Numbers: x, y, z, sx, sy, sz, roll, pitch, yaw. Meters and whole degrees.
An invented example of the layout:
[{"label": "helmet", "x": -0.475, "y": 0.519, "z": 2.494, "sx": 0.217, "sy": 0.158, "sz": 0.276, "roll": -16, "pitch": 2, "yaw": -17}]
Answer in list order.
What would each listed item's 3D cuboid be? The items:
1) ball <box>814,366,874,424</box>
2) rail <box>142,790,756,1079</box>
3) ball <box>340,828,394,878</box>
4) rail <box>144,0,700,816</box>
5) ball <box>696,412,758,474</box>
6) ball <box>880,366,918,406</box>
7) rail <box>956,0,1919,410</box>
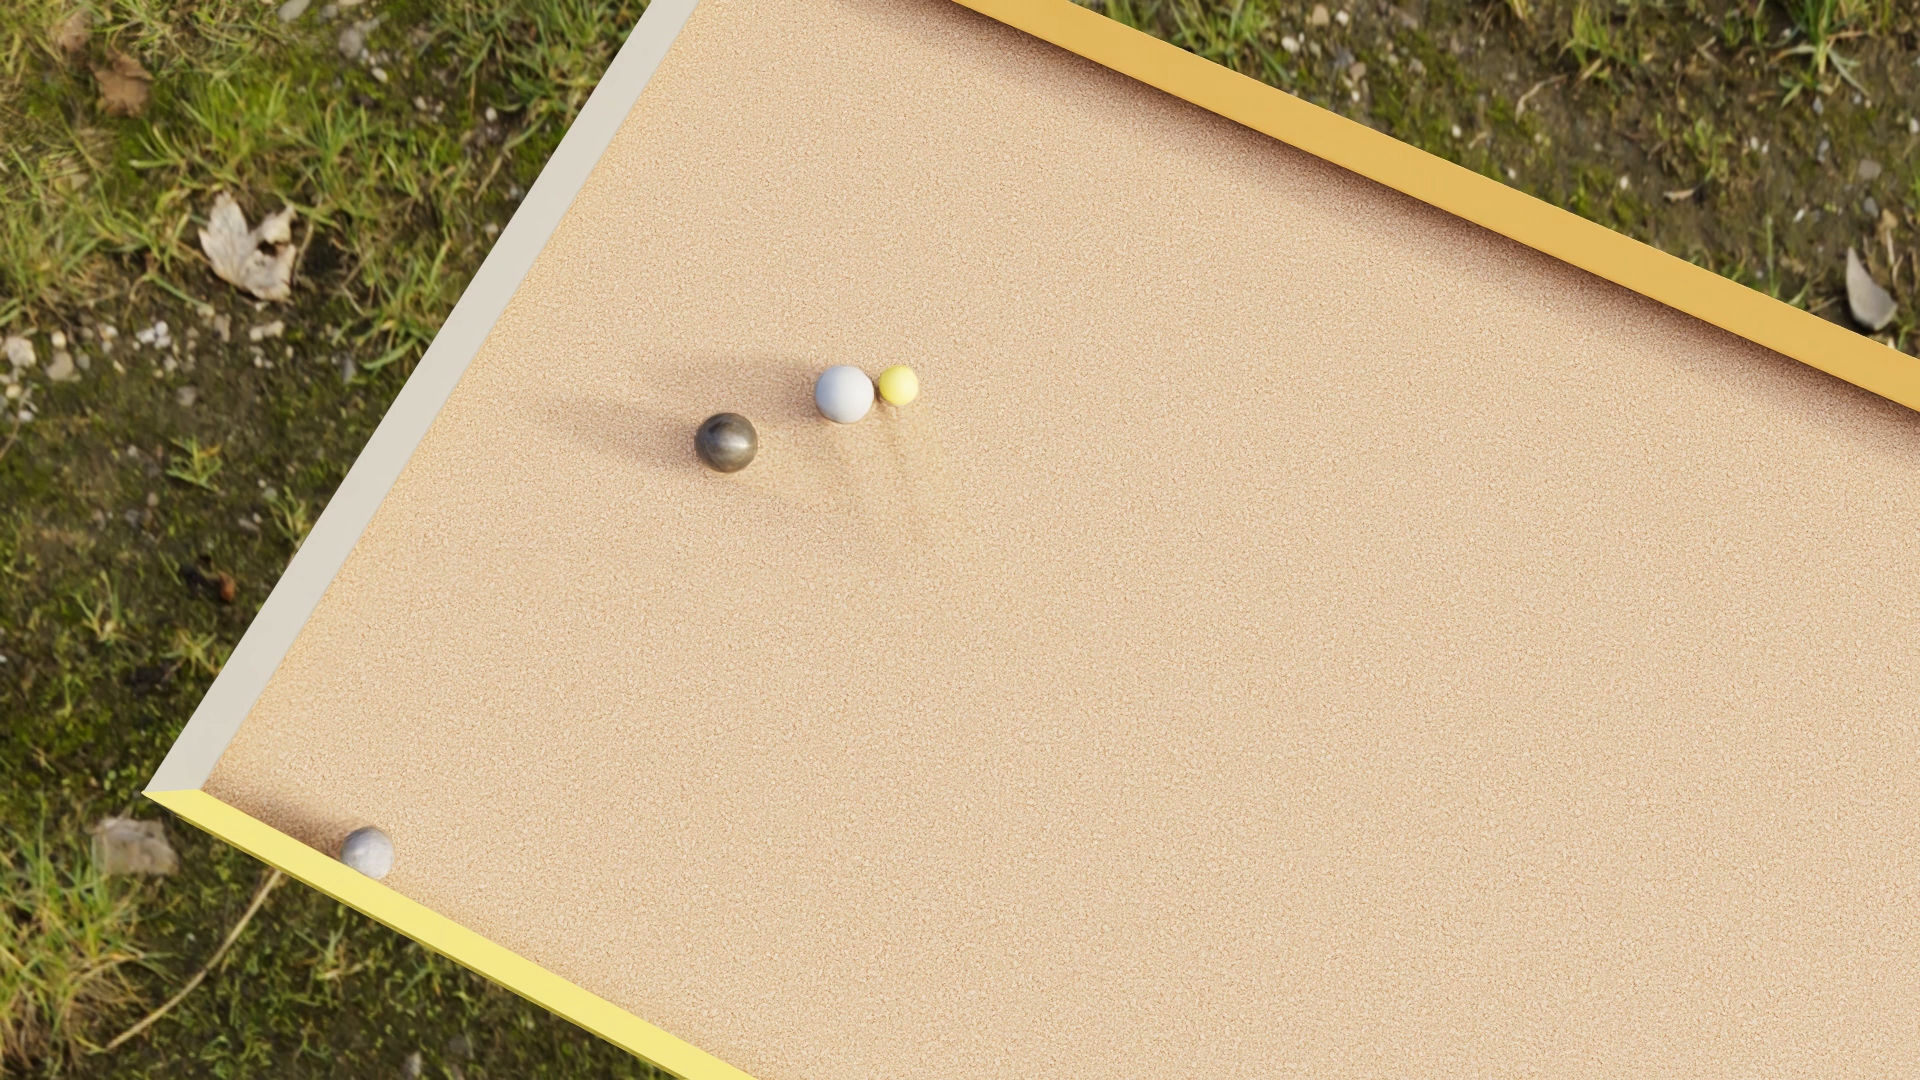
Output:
[{"label": "ball", "x": -0.185, "y": -0.233, "z": 3.523, "sx": 0.094, "sy": 0.094, "sz": 0.094, "roll": 0, "pitch": 70, "yaw": 0}, {"label": "rail", "x": 0.389, "y": 1.109, "z": 3.006, "sx": 3.520, "sy": 0.128, "sz": 0.045, "roll": 25, "pitch": 72, "yaw": 9}, {"label": "ball", "x": -0.882, "y": 0.466, "z": 3.272, "sx": 0.078, "sy": 0.078, "sz": 0.078, "roll": 0, "pitch": 70, "yaw": 0}, {"label": "rail", "x": -0.766, "y": -0.366, "z": 3.553, "sx": 0.045, "sy": 0.128, "sz": 1.831, "roll": 25, "pitch": 72, "yaw": 9}, {"label": "ball", "x": -0.370, "y": -0.154, "z": 3.491, "sx": 0.098, "sy": 0.098, "sz": 0.098, "roll": 0, "pitch": 70, "yaw": 0}, {"label": "ball", "x": -0.099, "y": -0.248, "z": 3.546, "sx": 0.062, "sy": 0.062, "sz": 0.062, "roll": 0, "pitch": 70, "yaw": 0}, {"label": "rail", "x": 1.186, "y": -0.388, "z": 3.561, "sx": 3.520, "sy": 0.128, "sz": 0.045, "roll": 25, "pitch": 72, "yaw": 9}]
